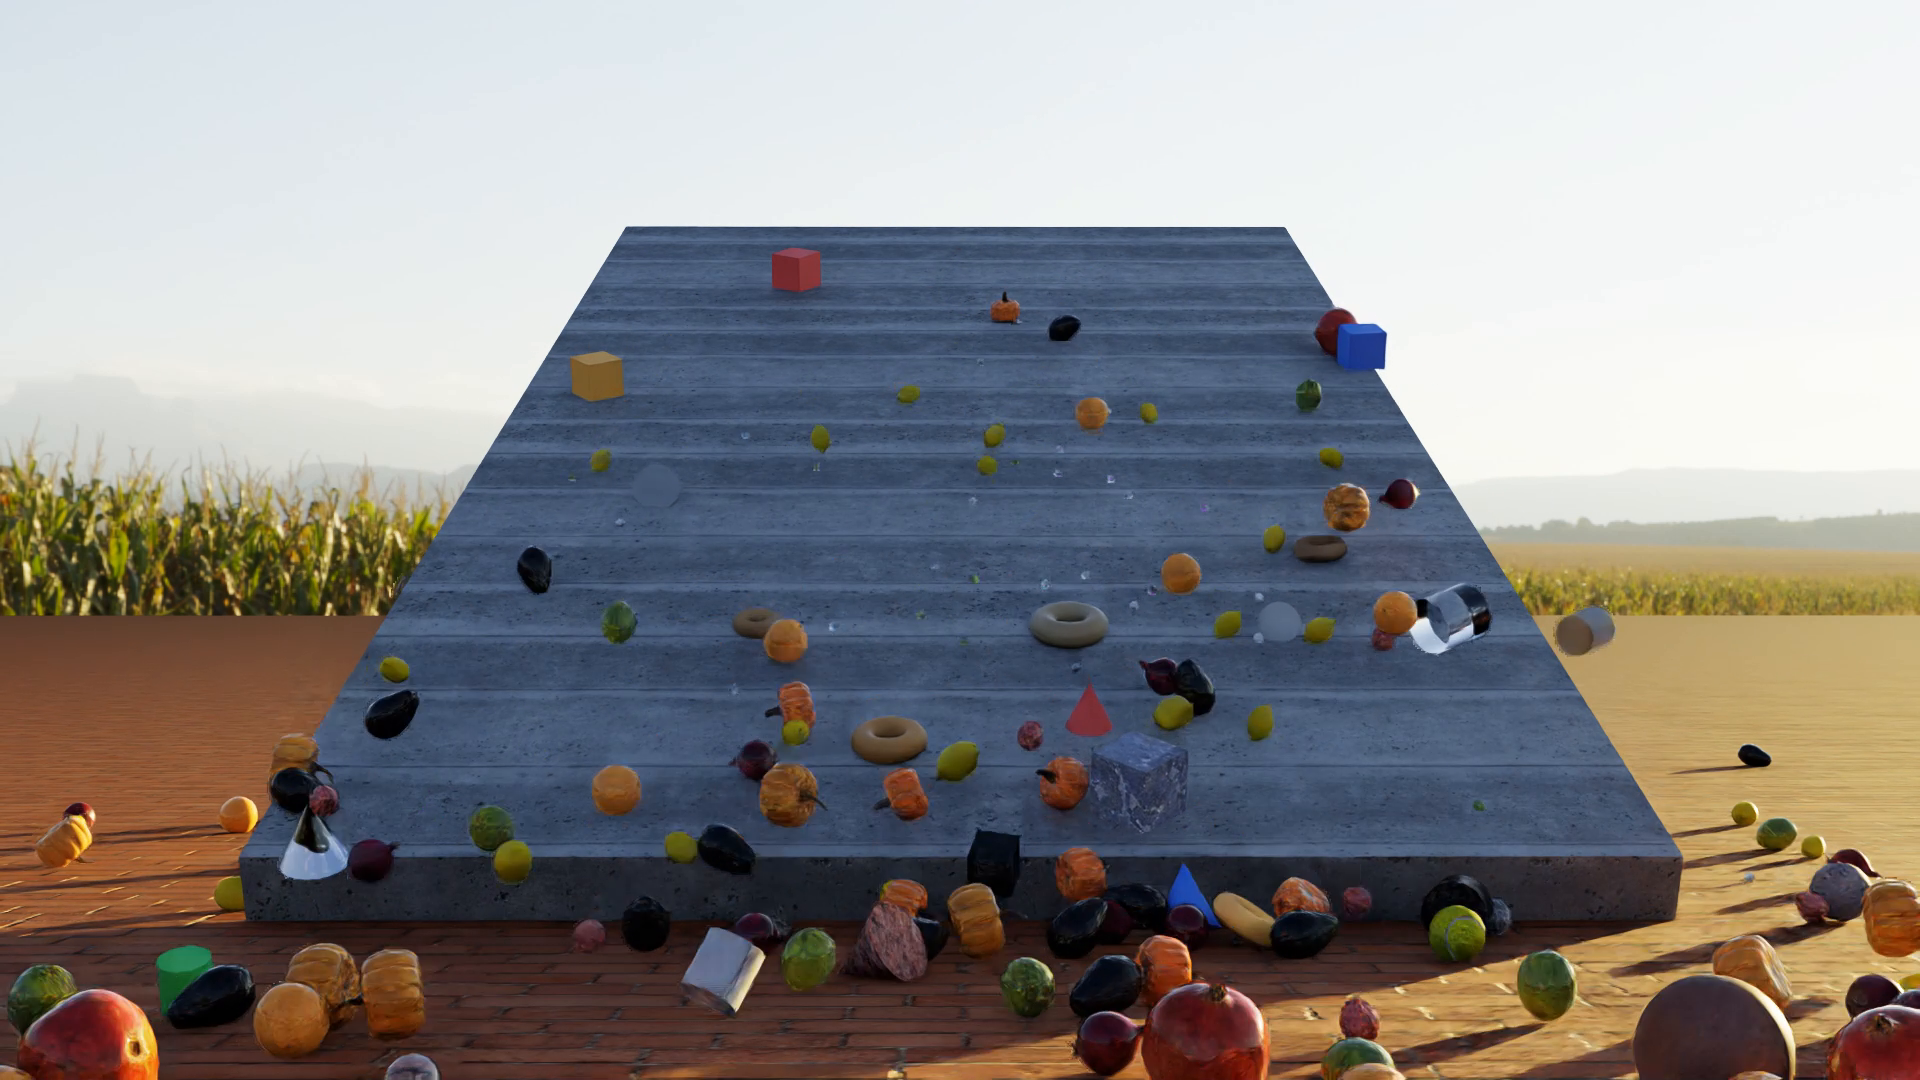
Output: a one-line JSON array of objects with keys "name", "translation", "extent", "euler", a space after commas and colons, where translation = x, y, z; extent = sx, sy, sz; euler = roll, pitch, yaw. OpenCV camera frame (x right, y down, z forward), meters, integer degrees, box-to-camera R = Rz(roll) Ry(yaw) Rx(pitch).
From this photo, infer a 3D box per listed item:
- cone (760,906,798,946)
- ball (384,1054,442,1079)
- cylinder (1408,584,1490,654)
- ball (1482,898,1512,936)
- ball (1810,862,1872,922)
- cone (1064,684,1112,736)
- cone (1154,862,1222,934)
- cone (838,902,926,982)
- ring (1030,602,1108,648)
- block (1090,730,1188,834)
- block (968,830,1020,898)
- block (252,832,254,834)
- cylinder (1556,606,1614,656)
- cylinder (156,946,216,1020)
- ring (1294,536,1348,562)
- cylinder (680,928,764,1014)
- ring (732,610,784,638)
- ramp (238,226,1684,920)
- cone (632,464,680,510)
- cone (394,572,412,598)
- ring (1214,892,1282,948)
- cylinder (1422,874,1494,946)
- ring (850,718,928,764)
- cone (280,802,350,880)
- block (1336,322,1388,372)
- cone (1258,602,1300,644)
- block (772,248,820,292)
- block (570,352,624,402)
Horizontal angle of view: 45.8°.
[{"name": "cone", "translation": [-0.235, 0.500, 2.956], "extent": [0.051, 0.051, 0.051], "euler": [0, -2, 0]}, {"name": "ball", "translation": [-0.474, 0.470, 1.965], "extent": [0.050, 0.050, 0.050], "euler": [0, -2, 0]}, {"name": "cylinder", "translation": [0.822, 0.132, 3.818], "extent": [0.096, 0.096, 0.096], "euler": [-19, 8, -30]}, {"name": "ball", "translation": [0.710, 0.503, 3.025], "extent": [0.050, 0.050, 0.050], "euler": [0, -2, 0]}, {"name": "ball", "translation": [1.229, 0.491, 3.171], "extent": [0.081, 0.081, 0.081], "euler": [0, -2, 0]}, {"name": "cone", "translation": [0.201, 0.256, 3.529], "extent": [0.075, 0.075, 0.075], "euler": [0, 20, 0]}, {"name": "cone", "translation": [0.299, 0.472, 3.016], "extent": [0.090, 0.090, 0.090], "euler": [-2, -17, -1]}, {"name": "cone", "translation": [-0.109, 0.496, 2.699], "extent": [0.099, 0.099, 0.099], "euler": [-32, -18, 28]}, {"name": "ring", "translation": [0.186, 0.145, 3.874], "extent": [0.134, 0.045, 0.134], "euler": [0, 22, 0]}, {"name": "block", "translation": [0.256, 0.347, 3.252], "extent": [0.098, 0.098, 0.098], "euler": [18, 27, 39]}, {"name": "block", "translation": [0.046, 0.439, 3.081], "extent": [0.060, 0.060, 0.060], "euler": [6, 29, 11]}, {"name": "block", "translation": [-1.154, 0.522, 3.842], "extent": [0.060, 0.060, 0.060], "euler": [2, -2, -43]}, {"name": "cylinder", "translation": [1.324, 0.192, 4.807], "extent": [0.087, 0.087, 0.087], "euler": [-16, 10, -42]}, {"name": "cylinder", "translation": [-0.826, 0.473, 2.427], "extent": [0.057, 0.057, 0.057], "euler": [1, 19, 0]}, {"name": "ring", "translation": [0.672, 0.016, 4.236], "extent": [0.098, 0.033, 0.098], "euler": [-3, 17, 1]}, {"name": "cylinder", "translation": [-0.238, 0.432, 2.276], "extent": [0.063, 0.063, 0.063], "euler": [22, -26, 12]}, {"name": "ring", "translation": [-0.346, 0.143, 3.898], "extent": [0.088, 0.029, 0.088], "euler": [1, 20, 0]}, {"name": "ramp", "translation": [-0.005, -0.210, 5.037], "extent": [2.000, 0.100, 4.000], "euler": [0, 20, 0]}, {"name": "cone", "translation": [-0.605, -0.099, 4.533], "extent": [0.092, 0.092, 0.092], "euler": [0, -7, -6]}, {"name": "cone", "translation": [-1.054, 0.105, 4.421], "extent": [0.065, 0.065, 0.065], "euler": [-2, -36, 43]}, {"name": "ring", "translation": [0.371, 0.490, 2.928], "extent": [0.100, 0.033, 0.100], "euler": [32, 5, -3]}, {"name": "cylinder", "translation": [0.652, 0.485, 2.975], "extent": [0.083, 0.083, 0.083], "euler": [-1, -2, 19]}, {"name": "ring", "translation": [-0.107, 0.304, 3.452], "extent": [0.117, 0.039, 0.117], "euler": [-1, 21, 0]}, {"name": "cone", "translation": [-0.888, 0.399, 3.110], "extent": [0.095, 0.095, 0.095], "euler": [0, 23, 0]}, {"name": "block", "translation": [0.963, -0.463, 5.449], "extent": [0.091, 0.091, 0.091], "euler": [-3, 21, -8]}, {"name": "cone", "translation": [0.545, 0.144, 3.894], "extent": [0.072, 0.072, 0.072], "euler": [0, -6, 4]}, {"name": "block", "translation": [-0.445, -0.734, 6.172], "extent": [0.094, 0.094, 0.094], "euler": [13, 24, 31]}, {"name": "block", "translation": [-0.832, -0.375, 5.211], "extent": [0.087, 0.087, 0.087], "euler": [-14, 25, -34]}]
